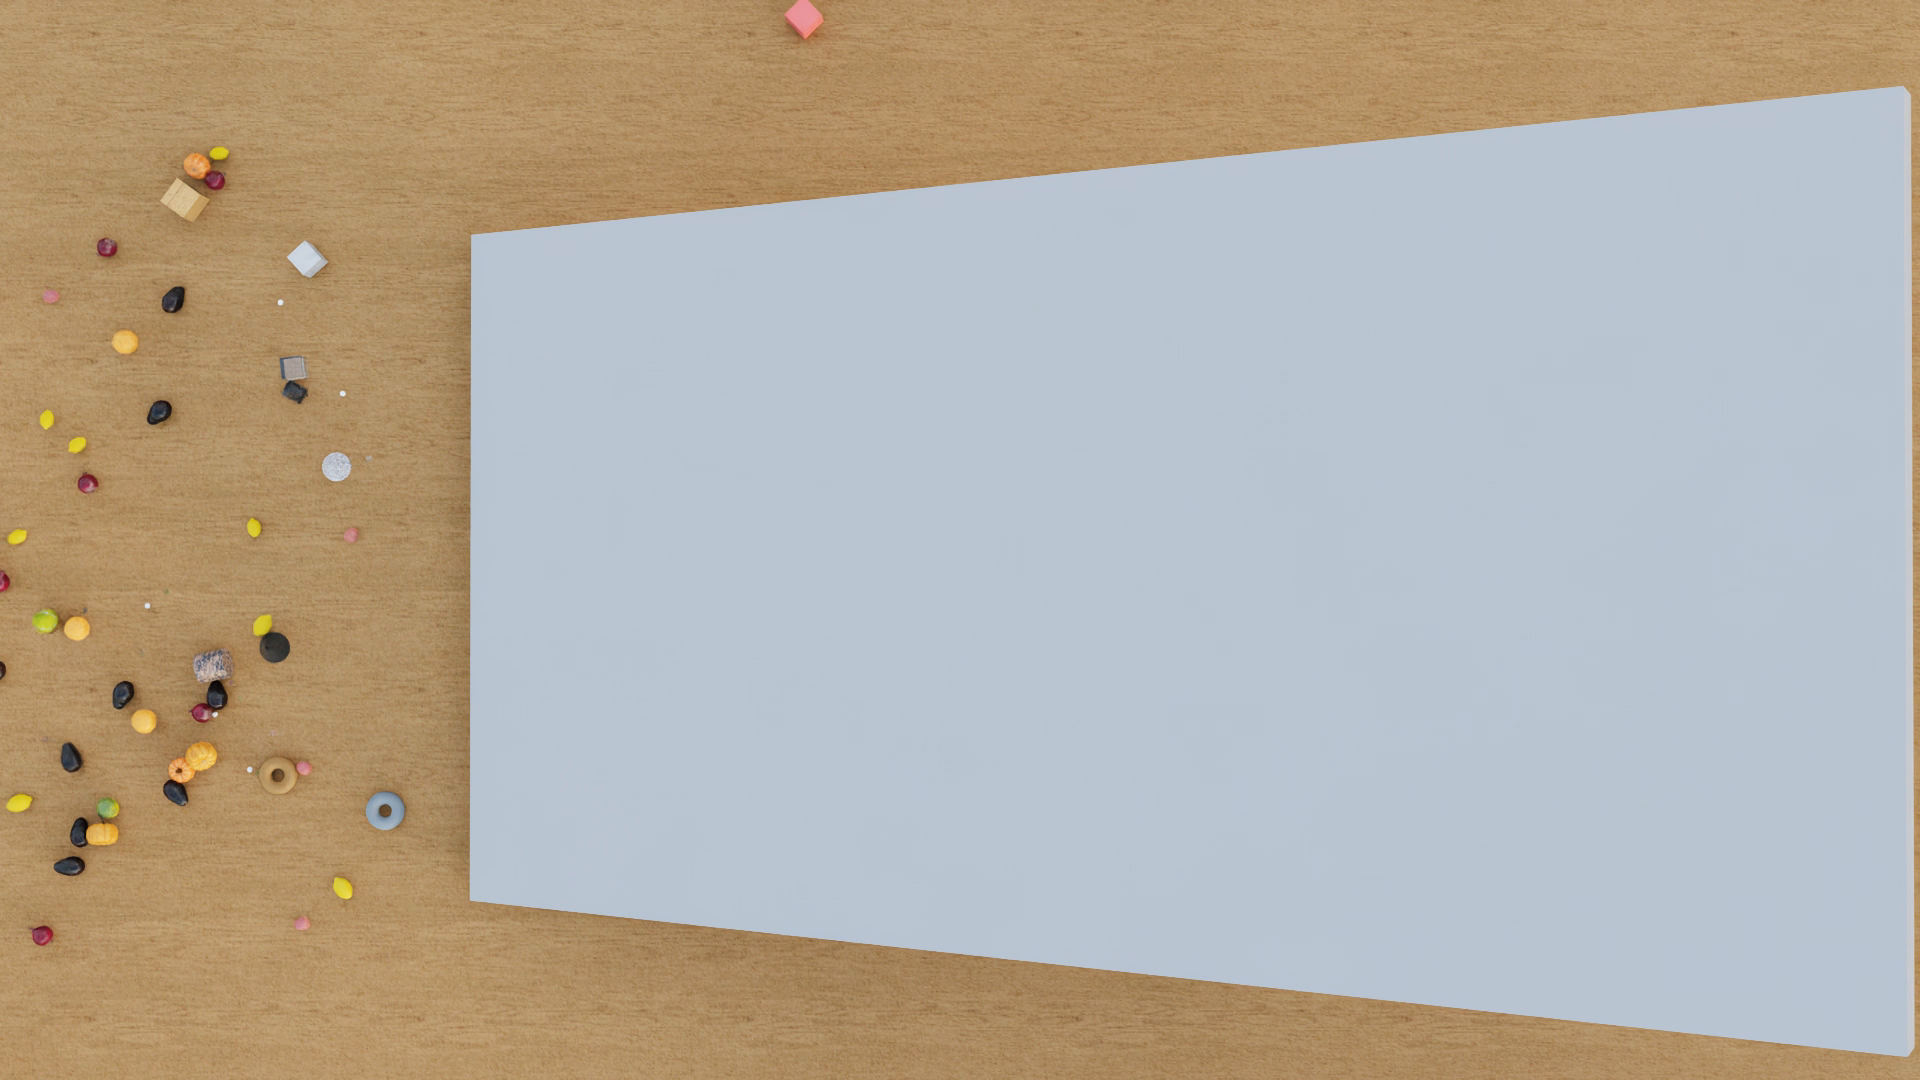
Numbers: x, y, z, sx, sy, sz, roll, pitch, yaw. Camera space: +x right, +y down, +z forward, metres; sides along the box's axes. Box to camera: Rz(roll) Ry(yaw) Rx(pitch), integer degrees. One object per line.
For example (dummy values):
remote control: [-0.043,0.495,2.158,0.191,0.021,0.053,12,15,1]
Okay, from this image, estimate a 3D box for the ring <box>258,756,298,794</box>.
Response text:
ring: [-2.067,0.713,6.668,0.117,0.039,0.117,0,91,0]

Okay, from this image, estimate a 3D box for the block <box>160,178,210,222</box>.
block: [-2.346,-1.029,6.659,0.087,0.087,0.087,36,90,0]

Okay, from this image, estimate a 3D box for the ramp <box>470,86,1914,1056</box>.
ramp: [0.264,0.073,5.611,4.000,0.100,2.000,0,89,31]

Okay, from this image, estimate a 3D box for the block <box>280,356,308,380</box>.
block: [-2.018,-0.521,6.666,0.064,0.064,0.064,-7,89,0]

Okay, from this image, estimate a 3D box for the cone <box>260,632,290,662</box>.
cone: [-2.085,0.327,6.643,0.094,0.094,0.094,0,89,0]

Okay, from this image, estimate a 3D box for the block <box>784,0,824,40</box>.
block: [-0.473,-1.583,6.668,0.080,0.080,0.080,-44,90,0]

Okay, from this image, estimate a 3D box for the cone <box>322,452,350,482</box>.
cone: [-1.898,-0.223,6.651,0.088,0.088,0.088,0,89,0]

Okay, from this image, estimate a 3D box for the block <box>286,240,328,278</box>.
block: [-1.977,-0.850,6.664,0.074,0.074,0.074,-42,90,0]

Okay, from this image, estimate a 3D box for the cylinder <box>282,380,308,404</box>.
cylinder: [-2.017,-0.449,6.671,0.053,0.053,0.053,29,90,0]

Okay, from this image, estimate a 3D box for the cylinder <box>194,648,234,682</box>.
cylinder: [-2.256,0.380,6.645,0.090,0.090,0.090,-11,89,0]

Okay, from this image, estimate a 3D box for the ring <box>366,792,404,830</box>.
ring: [-1.742,0.820,6.666,0.118,0.039,0.118,0,90,-1]
